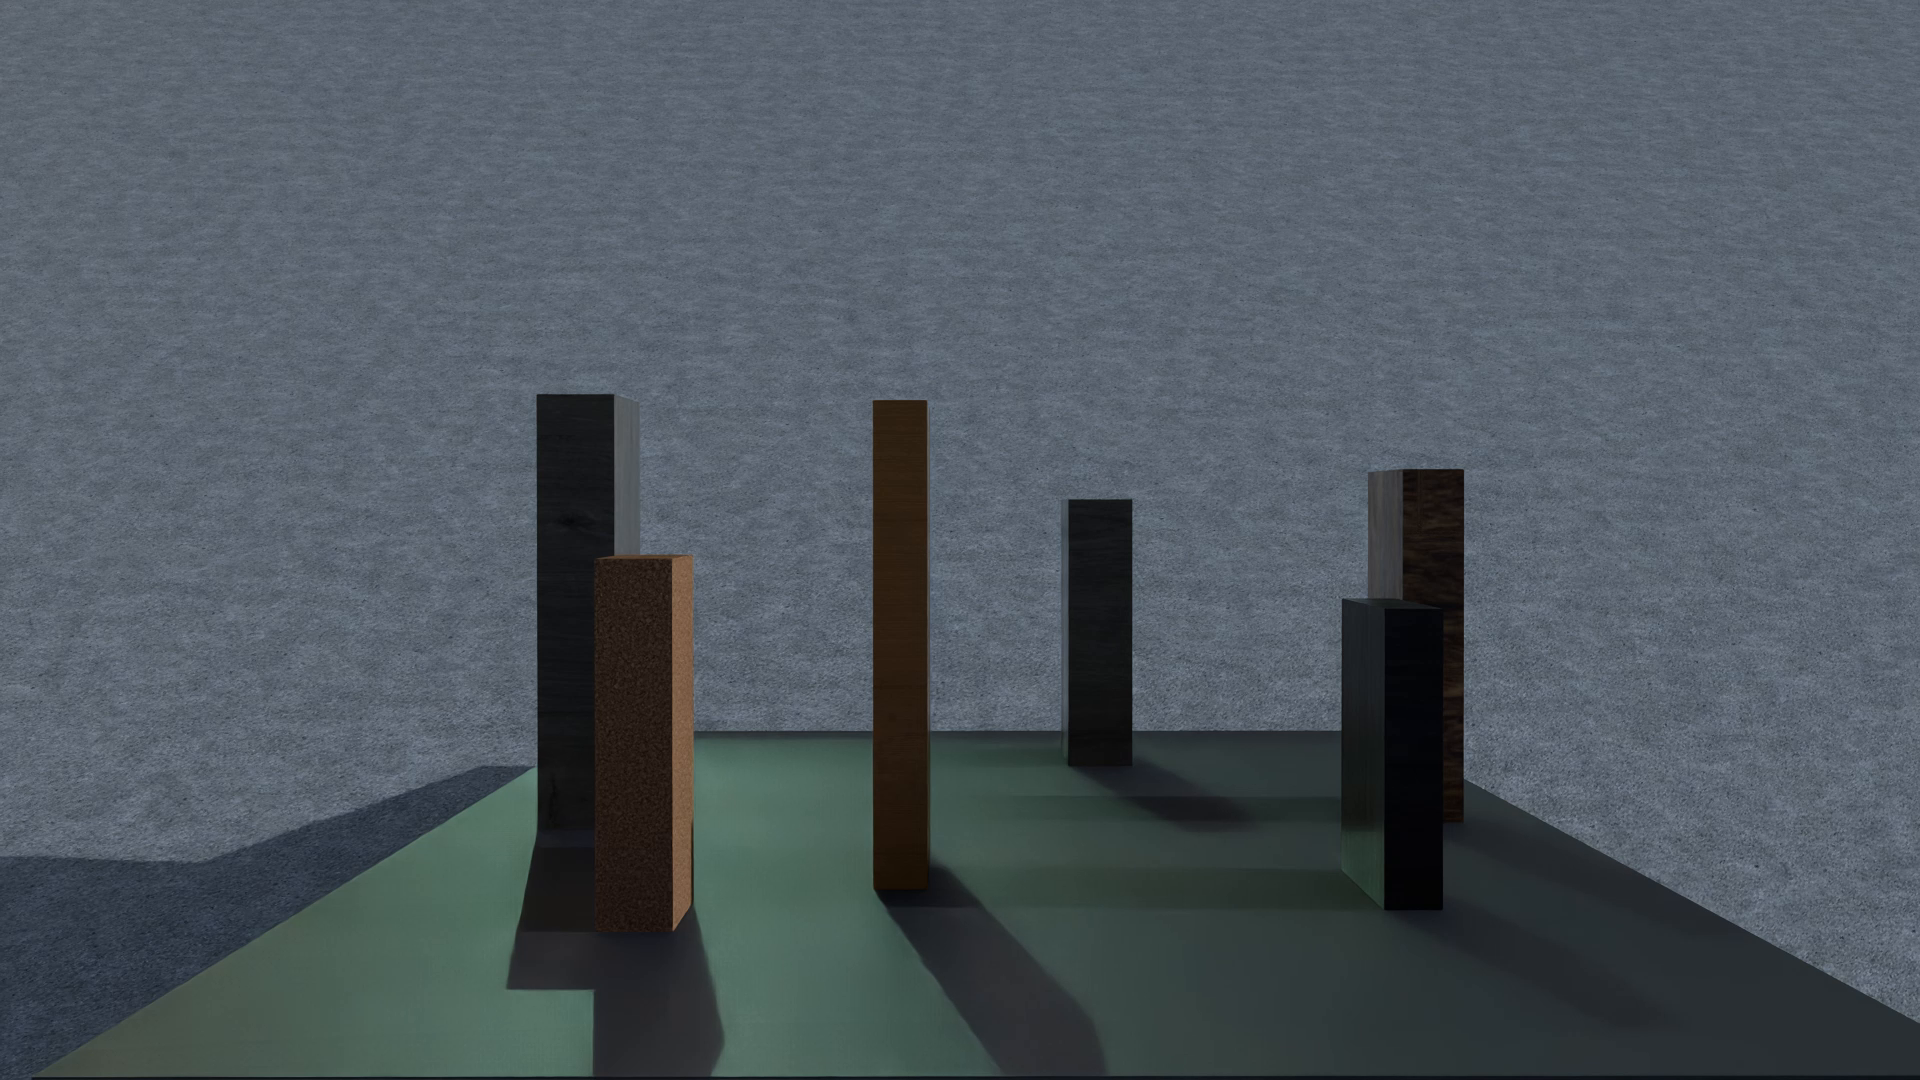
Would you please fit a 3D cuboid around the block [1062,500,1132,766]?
[{"bbox_3d":[0.310,0.202,5.904,0.141,0.589,0.411,0,1,0],"label":"block"}]

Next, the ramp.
[{"bbox_3d":[0.063,0.564,4.603,2.000,0.100,4.000,0,1,0],"label":"ramp"}]

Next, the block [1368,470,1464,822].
[{"bbox_3d":[0.858,0.189,4.882,0.111,0.641,0.397,0,1,0],"label":"block"}]

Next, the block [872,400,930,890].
[{"bbox_3d":[-0.090,0.154,4.090,0.081,0.733,0.449,0,1,0],"label":"block"}]

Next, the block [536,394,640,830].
[{"bbox_3d":[-0.682,0.126,4.766,0.138,0.773,0.366,0,1,0],"label":"block"}]

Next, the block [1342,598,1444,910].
[{"bbox_3d":[0.644,0.309,3.872,0.083,0.429,0.410,0,1,0],"label":"block"}]

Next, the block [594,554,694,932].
[{"bbox_3d":[-0.440,0.275,3.620,0.105,0.504,0.276,0,1,0],"label":"block"}]
